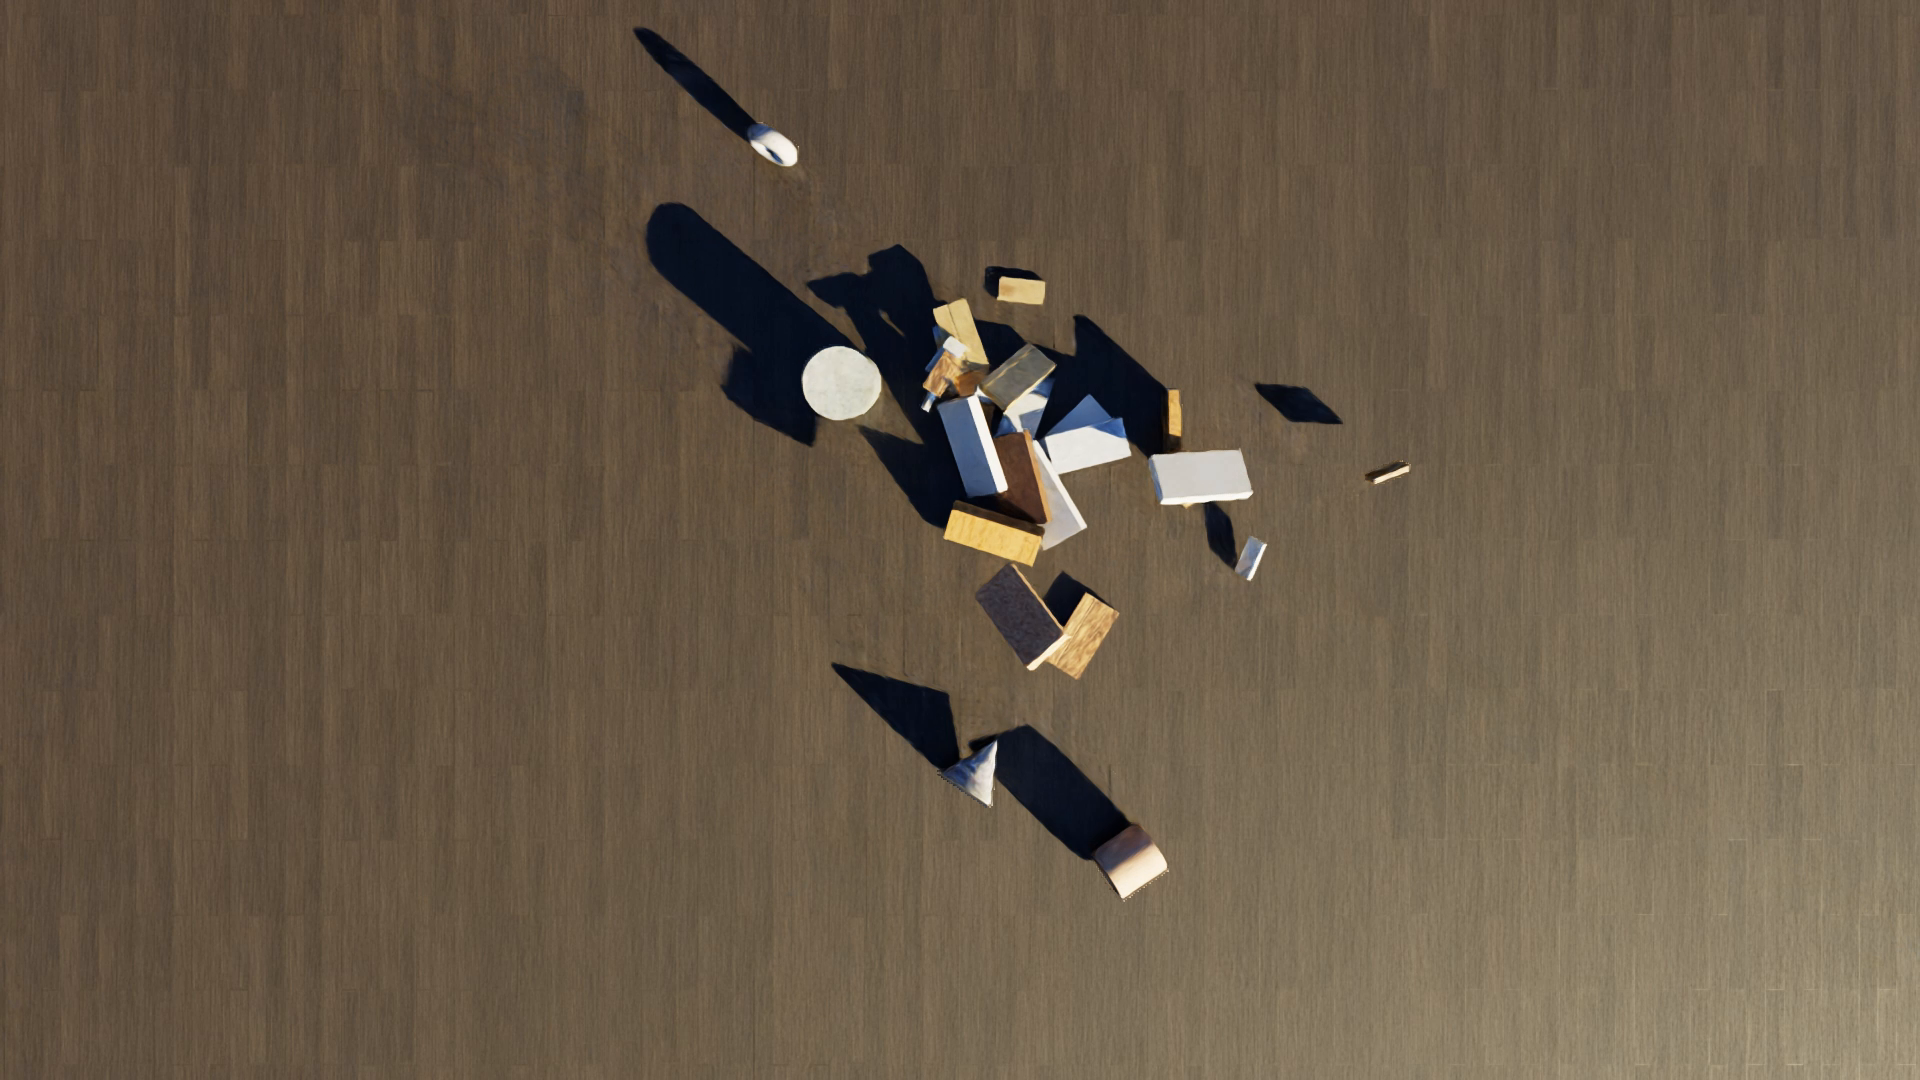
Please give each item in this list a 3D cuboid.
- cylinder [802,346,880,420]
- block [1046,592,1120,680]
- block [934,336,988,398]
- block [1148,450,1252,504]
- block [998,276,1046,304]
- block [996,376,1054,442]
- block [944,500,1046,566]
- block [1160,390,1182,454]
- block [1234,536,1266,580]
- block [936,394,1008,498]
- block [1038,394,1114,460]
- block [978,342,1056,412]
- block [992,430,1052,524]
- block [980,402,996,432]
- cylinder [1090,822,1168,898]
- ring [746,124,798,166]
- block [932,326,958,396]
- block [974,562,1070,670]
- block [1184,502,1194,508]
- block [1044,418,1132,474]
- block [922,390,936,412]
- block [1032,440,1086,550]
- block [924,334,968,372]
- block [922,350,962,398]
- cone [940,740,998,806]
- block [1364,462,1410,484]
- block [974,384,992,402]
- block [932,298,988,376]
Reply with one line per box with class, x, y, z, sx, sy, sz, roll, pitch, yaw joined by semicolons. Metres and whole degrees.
cylinder;-0.383;-0.511;5.371;0.234;0.234;0.234;0;96;2
block;0.404;0.318;5.482;0.130;0.037;0.261;32;90;0
block;0.015;-0.579;5.451;0.116;0.033;0.231;-24;90;0
block;0.777;-0.205;5.331;0.315;0.045;0.158;-4;67;-18
block;0.205;-0.829;5.489;0.152;0.022;0.076;6;90;0
block;0.216;-0.438;5.483;0.123;0.035;0.247;20;90;0
block;0.112;-0.023;5.427;0.309;0.154;0.044;17;50;0
block;0.697;-0.358;5.434;0.037;0.131;0.261;-2;90;-4
block;0.960;0.060;5.457;0.063;0.018;0.127;35;110;43
block;0.040;-0.305;5.399;0.044;0.154;0.326;-27;103;-39
block;0.381;-0.356;5.483;0.247;0.035;0.123;-43;90;0
block;0.189;-0.537;5.416;0.123;0.035;0.247;42;62;13
block;0.188;-0.196;5.416;0.154;0.044;0.309;-11;99;27
block;0.064;-0.384;5.447;0.076;0.022;0.152;3;118;-14
cylinder;0.554;1.048;5.397;0.180;0.180;0.180;-33;90;-6
ring;-0.613;-1.290;5.388;0.187;0.187;0.062;32;83;0
block;-0.006;-0.608;5.484;0.116;0.033;0.231;-16;90;0
block;0.190;0.237;5.139;0.158;0.045;0.315;-43;59;10
block;0.788;-0.167;5.491;0.127;0.018;0.063;-32;90;0
block;0.422;-0.308;5.444;0.261;0.037;0.131;-14;91;1
block;-0.086;-0.494;5.439;0.020;0.070;0.140;24;96;-12
block;0.266;-0.147;5.443;0.158;0.045;0.331;-30;90;29
block;-0.045;-0.593;5.388;0.070;0.020;0.139;37;87;-1
block;-0.056;-0.539;5.350;0.070;0.020;0.140;33;74;-2
cone;0.070;0.736;5.413;0.197;0.197;0.197;34;82;0
block;1.392;-0.219;5.381;0.127;0.063;0.018;-21;110;-13
block;0.069;-0.436;5.446;0.076;0.022;0.152;10;117;-20
block;0.002;-0.665;5.418;0.116;0.033;0.231;-19;90;0
